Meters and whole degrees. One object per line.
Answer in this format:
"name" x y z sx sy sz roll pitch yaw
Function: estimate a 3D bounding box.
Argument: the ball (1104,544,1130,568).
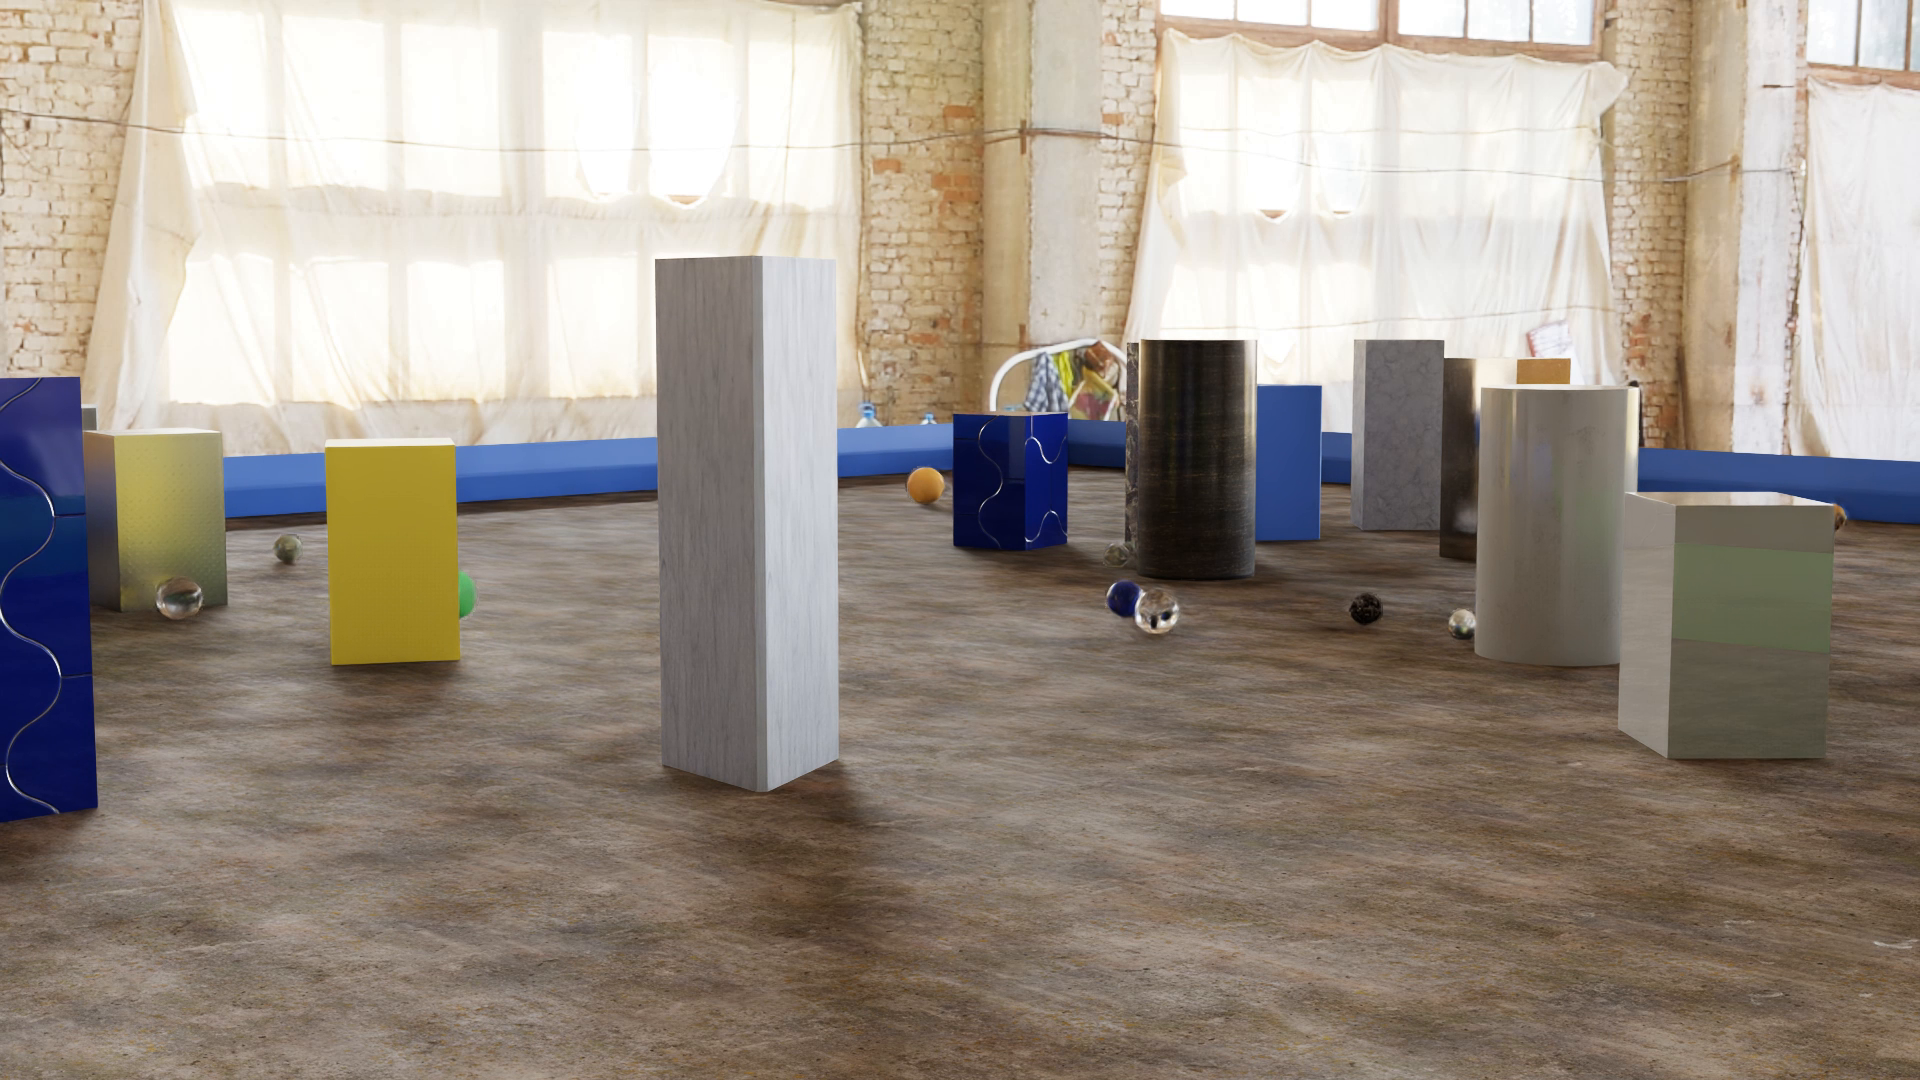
"ball" 0.272 0.027 3.816 0.043 0.043 0.043 0 6 0

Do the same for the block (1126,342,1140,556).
"block" 0.412 -0.165 3.998 0.159 0.387 0.159 -3 7 -29

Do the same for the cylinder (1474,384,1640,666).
"cylinder" 0.771 -0.024 2.843 0.198 0.347 0.198 0 6 0

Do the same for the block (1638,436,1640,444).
"block" 0.891 -0.030 3.266 0.159 0.271 0.159 -1 6 -13

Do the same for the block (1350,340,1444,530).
"block" 0.901 -0.220 4.540 0.159 0.385 0.159 0 6 1

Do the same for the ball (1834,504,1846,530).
"ball" 1.762 -0.046 4.448 0.057 0.057 0.057 0 6 0

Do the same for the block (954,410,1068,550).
"block" 0.097 -0.116 4.187 0.159 0.251 0.159 4 7 32

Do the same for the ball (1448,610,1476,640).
"ball" 0.682 0.115 2.980 0.041 0.041 0.041 0 6 0

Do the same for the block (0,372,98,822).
"block" -0.888 0.048 1.960 0.159 0.387 0.159 -6 8 -44

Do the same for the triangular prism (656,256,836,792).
"triangular prism" -0.181 -0.024 2.128 0.149 0.494 0.172 -5 8 -40

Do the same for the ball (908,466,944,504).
"ball" -0.079 -0.126 5.079 0.086 0.086 0.086 0 6 0

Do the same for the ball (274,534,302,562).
"ball" -1.196 0.015 3.910 0.048 0.048 0.048 0 6 0

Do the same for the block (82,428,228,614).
"block" -1.223 -0.034 3.342 0.159 0.262 0.159 -5 7 -37

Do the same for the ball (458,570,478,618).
"ball" -0.733 0.079 3.163 0.075 0.075 0.075 0 6 0

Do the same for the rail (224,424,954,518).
"rail" -1.419 -0.126 4.862 4.684 0.129 0.045 -5 8 -42

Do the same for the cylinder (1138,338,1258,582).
"cylinder" 0.400 -0.140 3.710 0.198 0.397 0.198 0 6 0

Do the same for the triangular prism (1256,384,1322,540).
"triangular prism" 0.604 -0.157 4.338 0.172 0.300 0.149 -1 6 -12

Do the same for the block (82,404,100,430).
"block" -1.513 -0.078 3.655 0.159 0.287 0.159 -2 6 -20

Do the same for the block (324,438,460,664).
"block" -0.737 0.011 2.855 0.159 0.275 0.159 -2 6 -15

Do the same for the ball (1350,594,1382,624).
"ball" 0.577 0.098 3.128 0.044 0.044 0.044 0 6 0

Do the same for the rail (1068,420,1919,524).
"rail" 1.704 -0.130 4.895 0.045 0.129 4.233 -5 8 -42

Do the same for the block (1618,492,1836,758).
"block" 0.784 0.084 2.260 0.159 0.254 0.159 0 6 -1

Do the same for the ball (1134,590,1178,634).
"ball" 0.271 0.099 3.034 0.062 0.062 0.062 0 6 0

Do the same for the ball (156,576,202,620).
"ball" -1.126 0.085 3.172 0.063 0.063 0.063 0 6 0

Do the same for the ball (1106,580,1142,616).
"ball" 0.241 0.085 3.206 0.054 0.054 0.054 0 6 0

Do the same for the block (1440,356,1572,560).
"block" 0.981 -0.147 3.959 0.159 0.360 0.159 -5 8 -39
